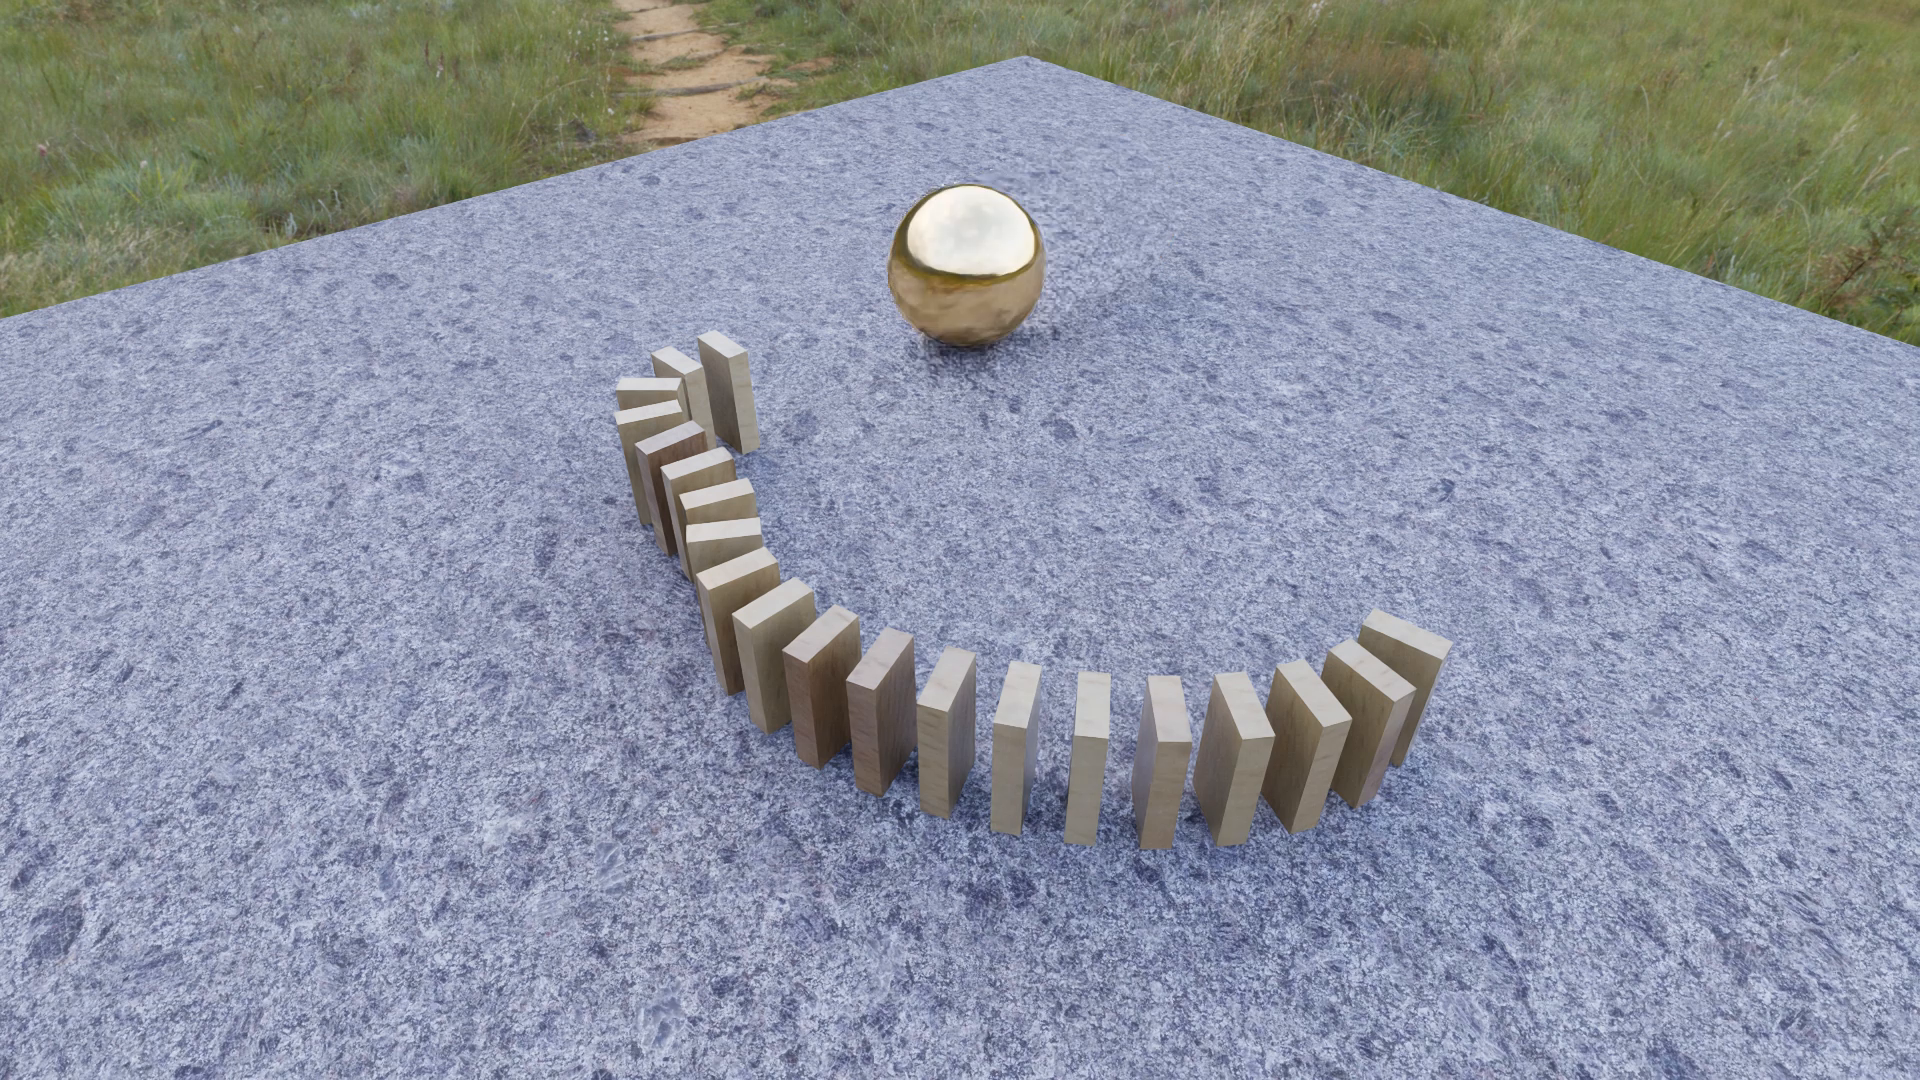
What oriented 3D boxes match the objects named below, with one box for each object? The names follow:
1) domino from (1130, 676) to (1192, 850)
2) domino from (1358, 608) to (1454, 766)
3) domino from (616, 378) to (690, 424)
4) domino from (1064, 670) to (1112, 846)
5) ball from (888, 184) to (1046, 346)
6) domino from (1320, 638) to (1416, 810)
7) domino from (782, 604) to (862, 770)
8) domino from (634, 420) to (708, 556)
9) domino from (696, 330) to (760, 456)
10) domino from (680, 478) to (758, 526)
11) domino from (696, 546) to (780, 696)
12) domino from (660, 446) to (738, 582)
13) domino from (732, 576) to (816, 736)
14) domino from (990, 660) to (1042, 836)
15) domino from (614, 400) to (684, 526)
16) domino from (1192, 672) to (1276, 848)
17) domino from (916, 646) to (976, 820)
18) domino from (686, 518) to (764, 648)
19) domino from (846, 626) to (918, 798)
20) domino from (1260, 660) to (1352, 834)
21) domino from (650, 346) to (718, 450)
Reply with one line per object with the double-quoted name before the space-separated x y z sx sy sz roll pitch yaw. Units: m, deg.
"domino" 0.060 0.067 0.329 0.010 0.050 0.025 0 39 0
"domino" 0.137 0.048 0.353 0.025 0.050 0.009 26 46 28
"domino" -0.127 -0.045 0.466 0.025 0.050 0.009 0 39 0
"domino" 0.038 0.066 0.331 0.010 0.050 0.025 5 40 6
"ball" 0.004 -0.139 0.557 0.080 0.080 0.080 0 39 0
"domino" 0.122 0.057 0.341 0.009 0.050 0.025 -22 44 -25
"domino" -0.043 0.048 0.353 0.009 0.050 0.025 24 45 26
"domino" -0.111 -0.020 0.436 0.025 0.050 0.009 -29 47 -30
"domino" -0.103 -0.066 0.492 0.009 0.050 0.025 -30 48 -31
"domino" -0.087 0.003 0.408 0.025 0.050 0.010 -16 42 -18
"domino" -0.073 0.028 0.377 0.025 0.050 0.009 -23 45 -26
"domino" -0.097 -0.009 0.423 0.025 0.050 0.010 -22 44 -25
"domino" -0.059 0.039 0.364 0.009 0.050 0.025 32 49 33
"domino" 0.017 0.064 0.334 0.010 0.050 0.025 9 40 10
"domino" -0.123 -0.031 0.450 0.025 0.050 0.010 -15 42 -17
"domino" 0.081 0.066 0.330 0.010 0.050 0.025 -5 40 -6
"domino" -0.004 0.060 0.339 0.010 0.050 0.025 13 41 15
"domino" -0.081 0.016 0.392 0.025 0.050 0.010 -7 40 -8
"domino" -0.024 0.054 0.345 0.009 0.050 0.025 17 42 19
"domino" 0.102 0.063 0.334 0.010 0.050 0.025 -12 41 -14
"domino" -0.120 -0.057 0.481 0.025 0.050 0.009 32 49 33
